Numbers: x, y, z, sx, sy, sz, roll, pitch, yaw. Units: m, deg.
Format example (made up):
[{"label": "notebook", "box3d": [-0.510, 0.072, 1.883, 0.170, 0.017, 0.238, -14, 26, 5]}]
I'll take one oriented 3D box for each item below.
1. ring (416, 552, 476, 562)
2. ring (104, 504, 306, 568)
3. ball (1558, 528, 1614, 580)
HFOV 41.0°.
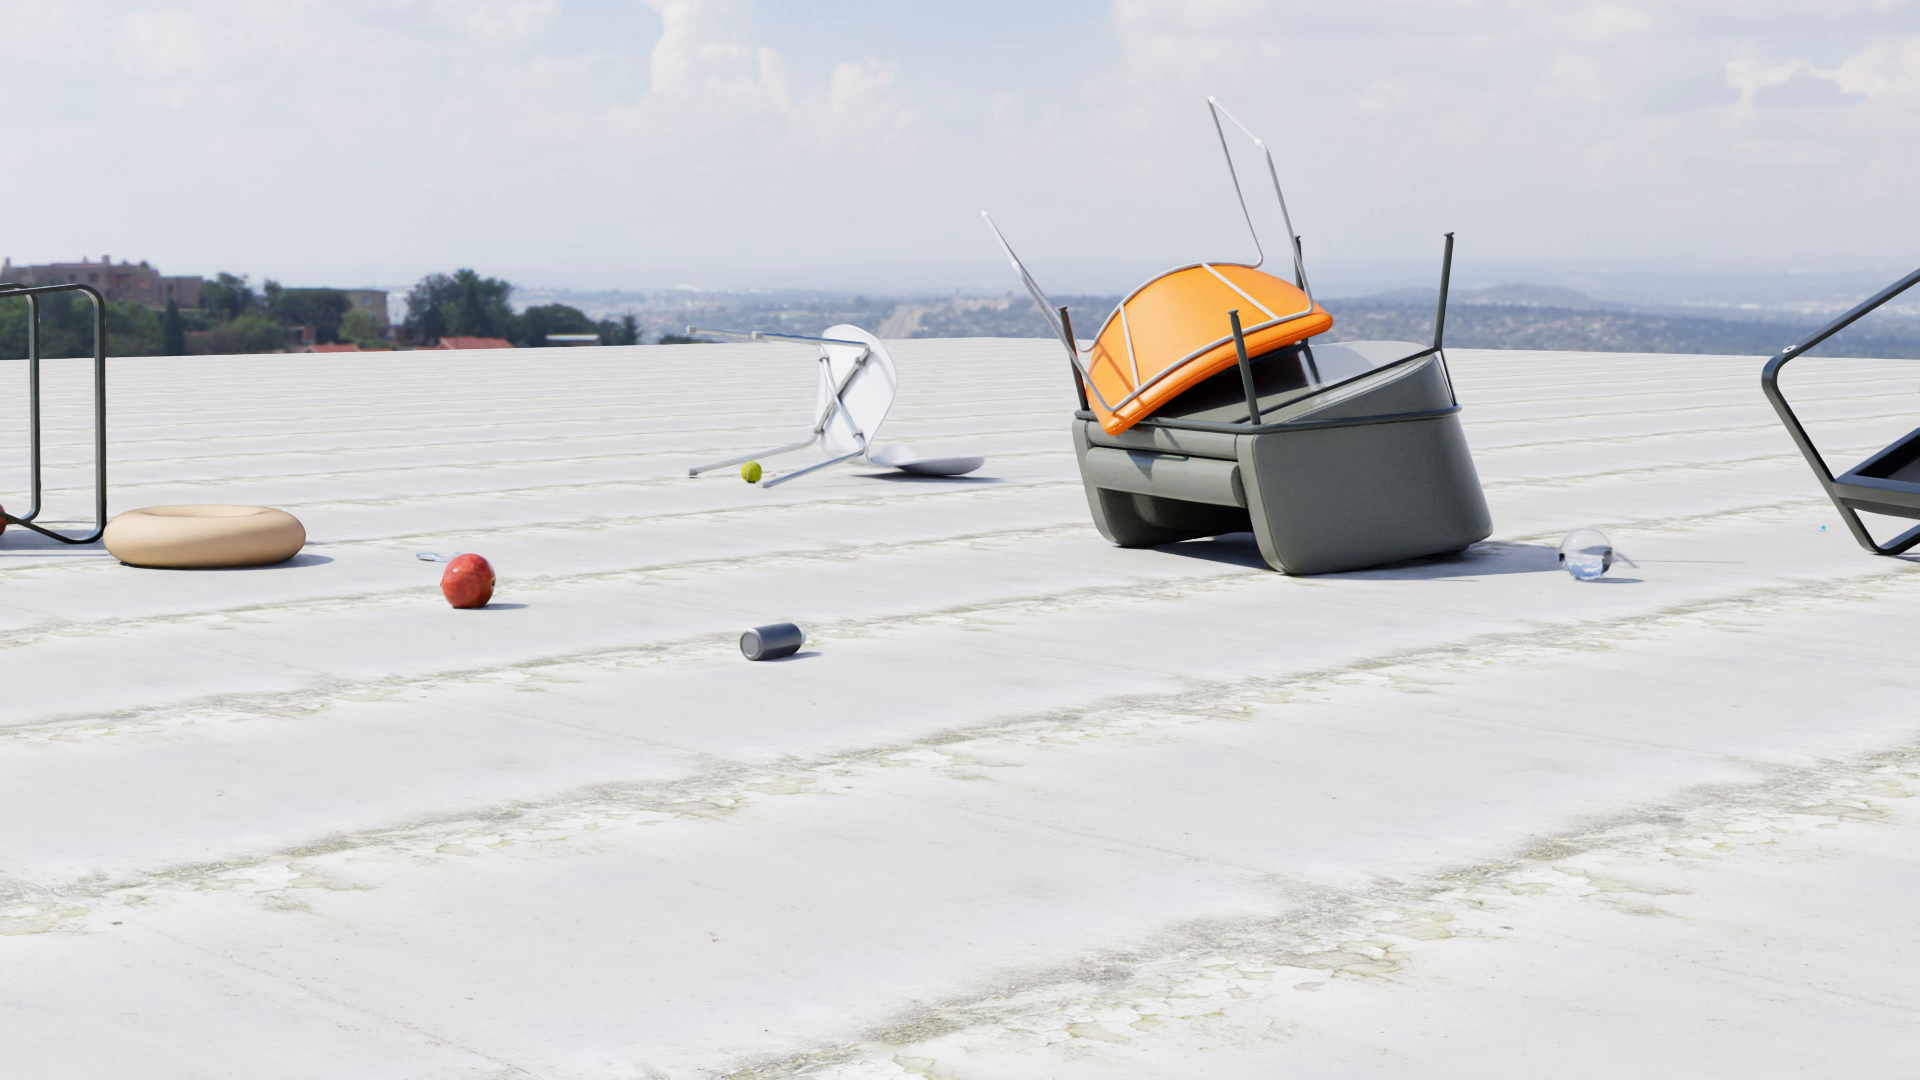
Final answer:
[{"label": "ring", "box3d": [-1.195, 0.038, 5.954, 0.148, 0.018, 0.075, 2, 7, 15]}, {"label": "ring", "box3d": [-1.746, -0.009, 5.931, 0.465, 0.119, 0.403, 2, 7, 12]}, {"label": "ball", "box3d": [1.356, 0.030, 5.557, 0.115, 0.115, 0.115, 0, 6, 0]}]
